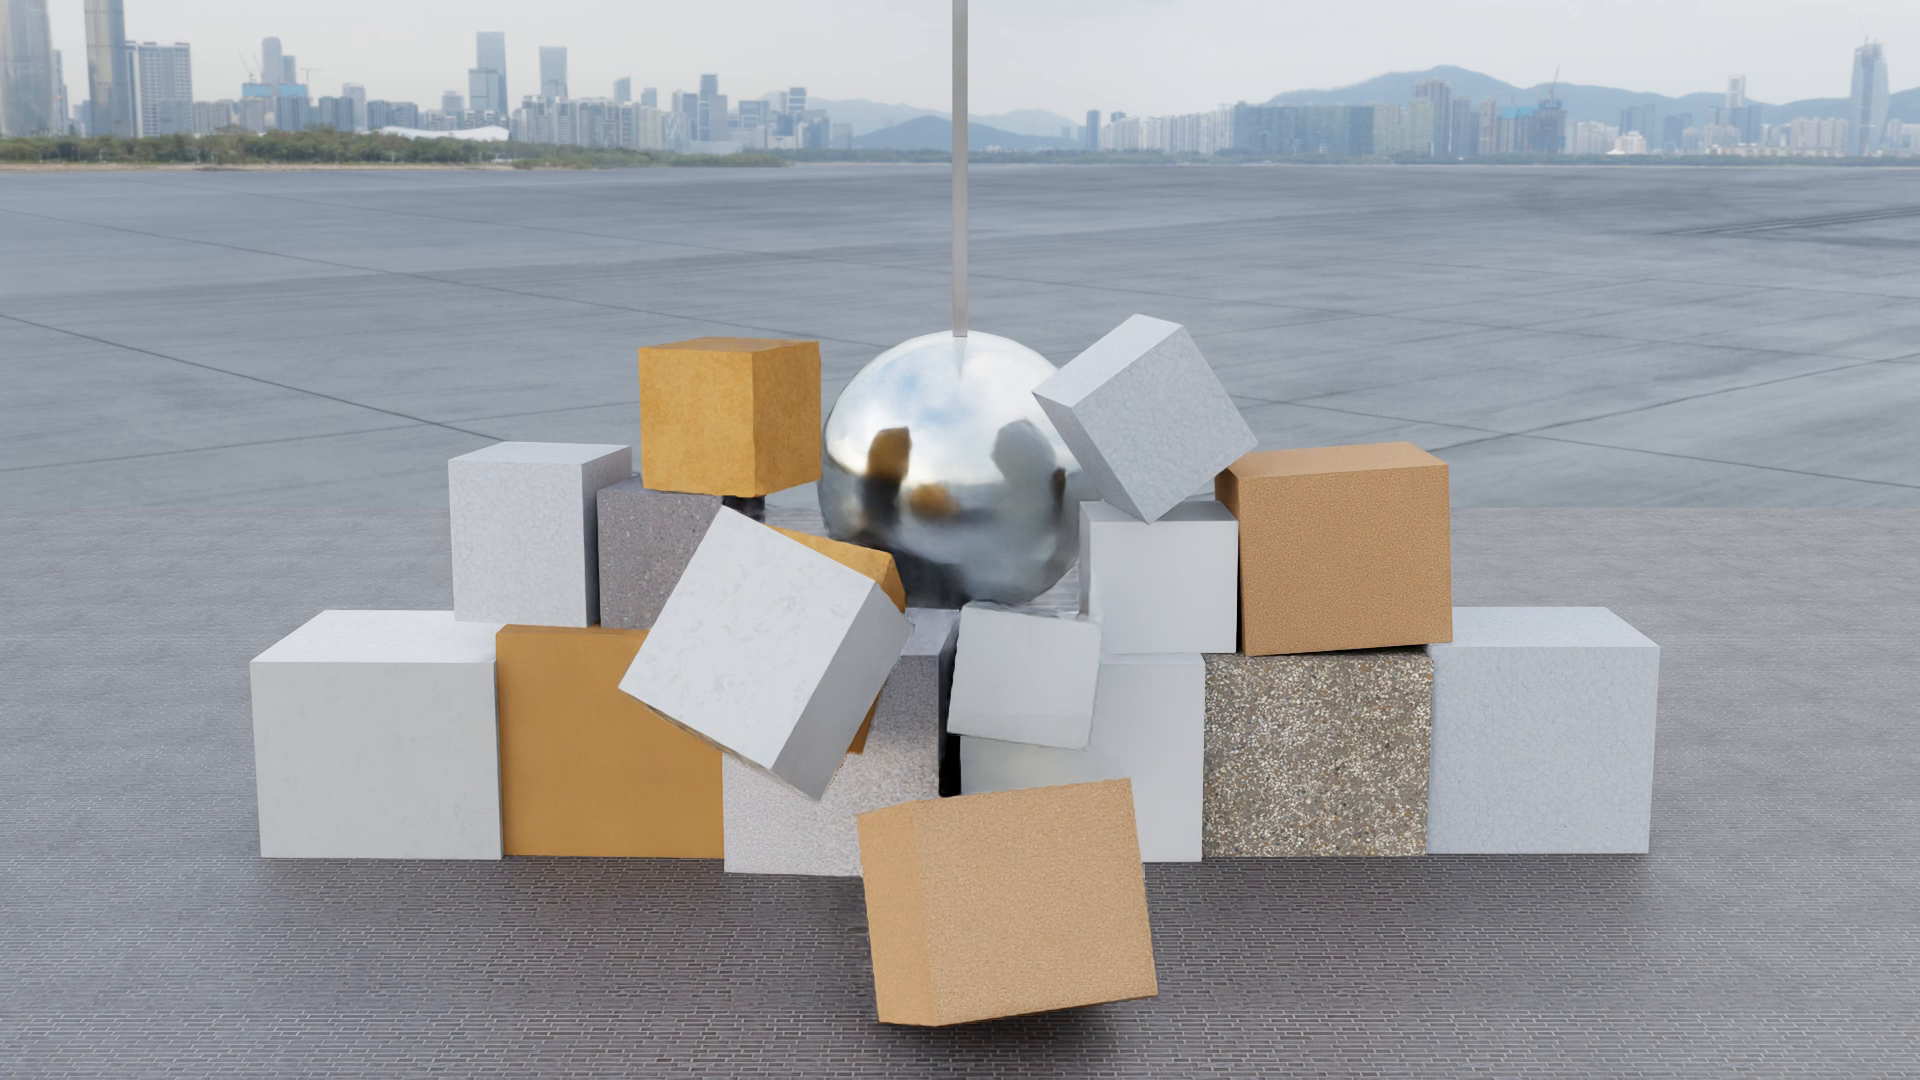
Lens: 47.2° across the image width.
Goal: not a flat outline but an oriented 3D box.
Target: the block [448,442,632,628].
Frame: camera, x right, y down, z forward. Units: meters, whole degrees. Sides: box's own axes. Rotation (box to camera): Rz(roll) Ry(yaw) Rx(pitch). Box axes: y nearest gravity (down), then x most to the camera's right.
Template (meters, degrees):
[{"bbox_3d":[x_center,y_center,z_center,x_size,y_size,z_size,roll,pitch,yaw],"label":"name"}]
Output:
[{"bbox_3d":[-2.116,-0.042,11.205,0.700,0.817,0.690,2,11,12],"label":"block"}]

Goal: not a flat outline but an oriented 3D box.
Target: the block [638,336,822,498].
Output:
[{"bbox_3d":[-1.131,-0.623,10.914,0.640,0.698,0.658,5,11,25],"label":"block"}]

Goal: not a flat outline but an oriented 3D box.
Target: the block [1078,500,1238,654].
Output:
[{"bbox_3d":[0.991,0.179,11.120,0.727,0.660,0.618,0,10,-2],"label":"block"}]

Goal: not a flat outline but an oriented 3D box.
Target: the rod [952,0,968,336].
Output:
[{"bbox_3d":[0.000,-3.554,10.972,0.080,5.200,0.080,0,20,0],"label":"rod"}]

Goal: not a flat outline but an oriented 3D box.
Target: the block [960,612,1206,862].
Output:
[{"bbox_3d":[0.594,0.986,11.335,1.188,1.004,1.186,0,10,0],"label":"block"}]

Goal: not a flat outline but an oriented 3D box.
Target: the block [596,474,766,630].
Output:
[{"bbox_3d":[-1.387,0.053,11.062,0.647,0.683,0.661,2,11,13],"label":"block"}]

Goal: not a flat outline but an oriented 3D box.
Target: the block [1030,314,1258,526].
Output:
[{"bbox_3d":[0.906,-0.614,10.934,0.675,0.709,0.728,-36,16,-5],"label":"block"}]

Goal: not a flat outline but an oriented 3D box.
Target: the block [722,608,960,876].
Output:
[{"bbox_3d":[-0.572,0.987,11.051,1.047,1.105,1.047,1,10,5],"label":"block"}]

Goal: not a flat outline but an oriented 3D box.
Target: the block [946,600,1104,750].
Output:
[{"bbox_3d":[0.314,0.618,10.232,0.640,0.573,0.643,7,2,4],"label":"block"}]

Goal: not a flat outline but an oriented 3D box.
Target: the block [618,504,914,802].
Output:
[{"bbox_3d":[-0.789,0.488,9.205,0.734,0.858,0.795,26,-10,16],"label":"block"}]

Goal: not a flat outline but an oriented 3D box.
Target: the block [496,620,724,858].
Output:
[{"bbox_3d":[-1.671,0.923,11.339,1.147,1.128,1.063,1,10,3],"label":"block"}]

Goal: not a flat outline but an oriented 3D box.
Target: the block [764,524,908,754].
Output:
[{"bbox_3d":[-0.742,0.447,10.133,0.749,0.779,0.643,13,-19,10],"label":"block"}]

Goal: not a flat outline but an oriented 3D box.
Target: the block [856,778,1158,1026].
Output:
[{"bbox_3d":[0.170,1.436,8.736,0.900,0.836,0.765,-4,-9,-20],"label":"block"}]

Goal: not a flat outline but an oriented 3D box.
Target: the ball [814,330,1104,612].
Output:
[{"bbox_3d":[0.000,-0.356,12.125,1.600,1.600,1.600,0,10,0],"label":"ball"}]

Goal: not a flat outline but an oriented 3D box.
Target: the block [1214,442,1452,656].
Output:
[{"bbox_3d":[1.879,0.028,11.184,1.025,0.886,0.852,-4,10,-1],"label":"block"}]

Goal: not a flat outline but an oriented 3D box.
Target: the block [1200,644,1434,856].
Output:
[{"bbox_3d":[1.752,0.986,11.361,1.117,0.996,1.073,0,10,-1],"label":"block"}]

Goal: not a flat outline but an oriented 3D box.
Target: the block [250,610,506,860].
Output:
[{"bbox_3d":[-2.855,0.979,11.391,1.194,0.998,1.195,0,10,1],"label":"block"}]

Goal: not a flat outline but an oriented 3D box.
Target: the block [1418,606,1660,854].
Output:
[{"bbox_3d":[2.874,0.959,11.336,1.118,1.056,0.937,0,10,0],"label":"block"}]
